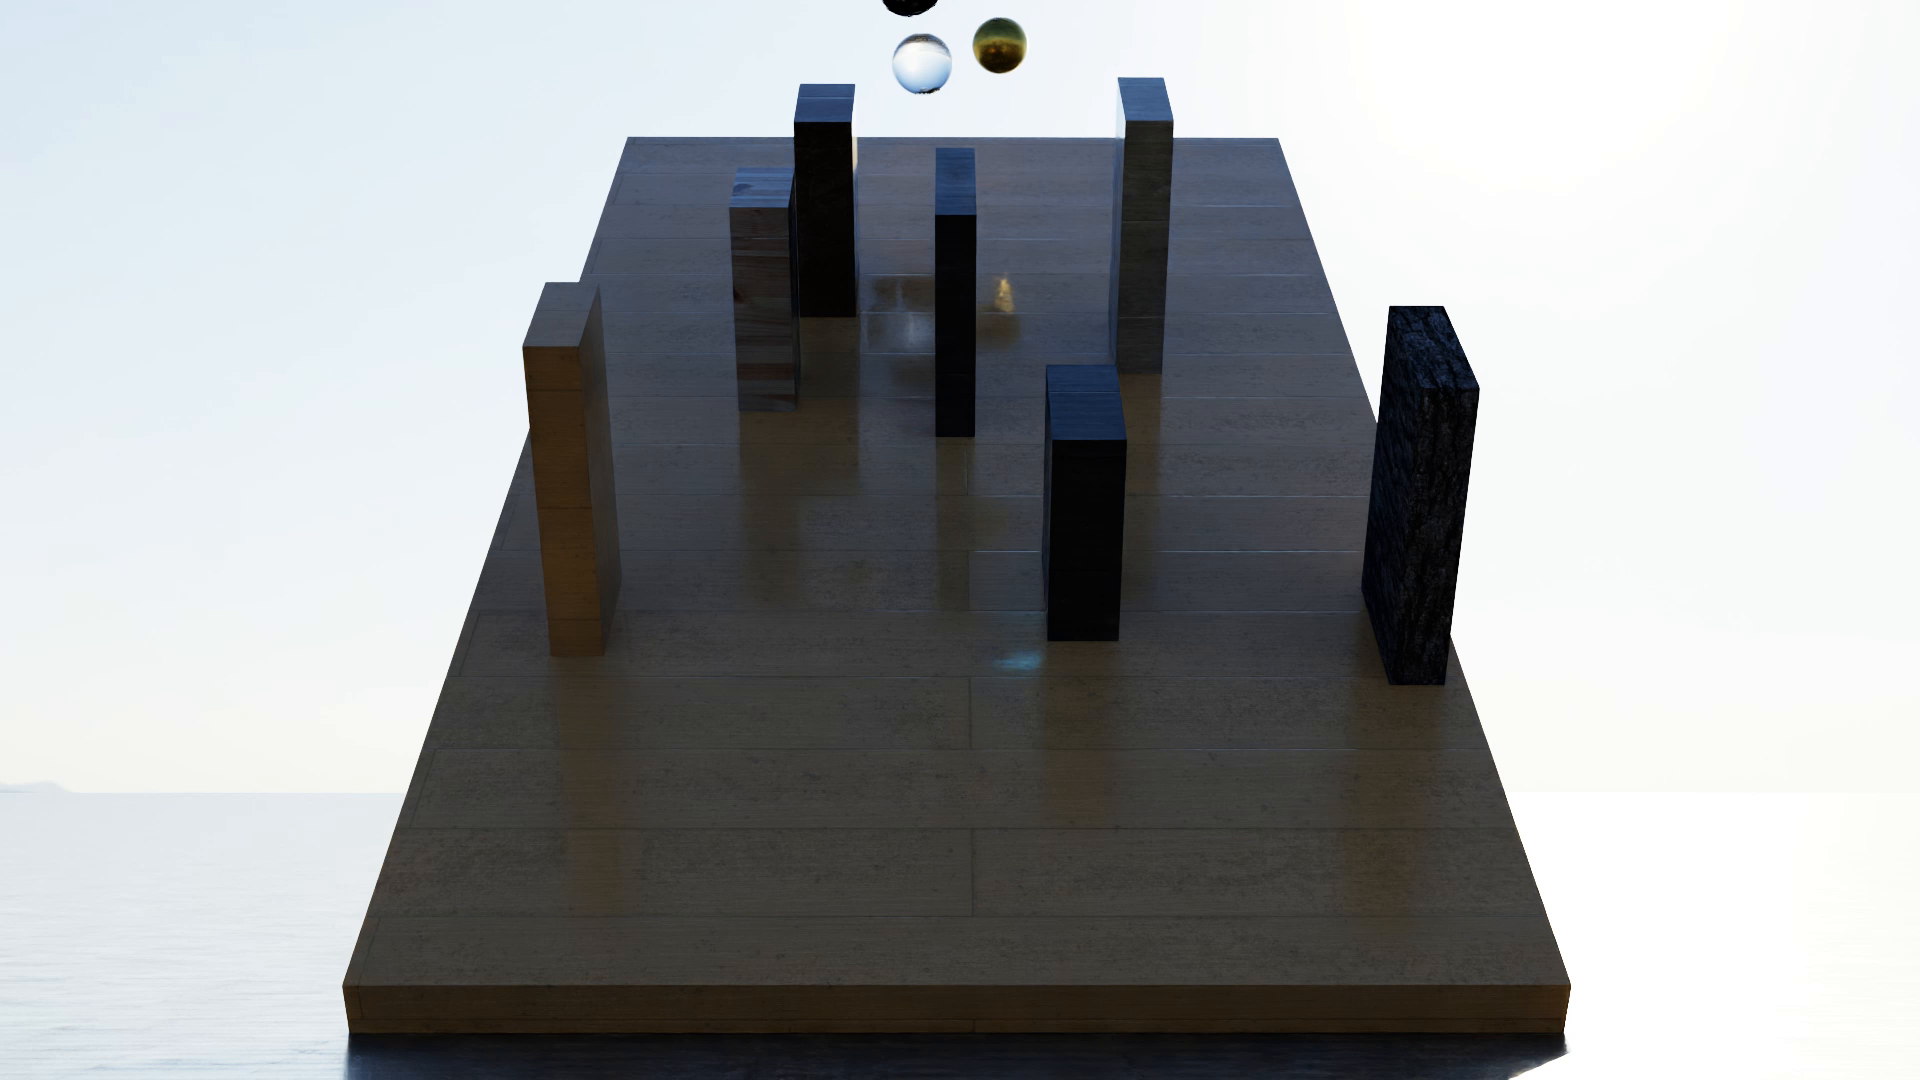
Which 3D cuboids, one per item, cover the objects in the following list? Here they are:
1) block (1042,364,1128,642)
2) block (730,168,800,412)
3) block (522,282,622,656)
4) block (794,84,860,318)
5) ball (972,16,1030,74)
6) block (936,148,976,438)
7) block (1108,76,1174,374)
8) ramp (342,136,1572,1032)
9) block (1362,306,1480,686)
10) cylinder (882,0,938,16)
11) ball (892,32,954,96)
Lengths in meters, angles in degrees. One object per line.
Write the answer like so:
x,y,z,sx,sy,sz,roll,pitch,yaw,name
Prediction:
0.247,-0.077,4.872,0.143,0.454,0.336,0,29,0,block
-0.460,-0.595,5.721,0.134,0.519,0.257,0,29,0,block
-0.760,-0.138,4.748,0.105,0.676,0.301,0,29,0,block
-0.341,-0.877,6.213,0.145,0.528,0.293,0,29,0,block
0.115,-1.407,6.850,0.163,0.163,0.163,0,-6,0,ball
-0.011,-0.586,5.673,0.092,0.554,0.427,0,29,0,block
0.441,-0.770,5.903,0.114,0.652,0.314,0,29,0,block
-0.013,-0.214,5.679,2.000,0.100,4.000,0,29,0,ramp
0.893,-0.088,4.703,0.108,0.643,0.372,0,29,0,block
-0.170,-1.679,7.069,0.204,0.204,0.204,-14,-45,-15,cylinder
-0.107,-1.366,6.907,0.178,0.178,0.178,0,-6,0,ball
